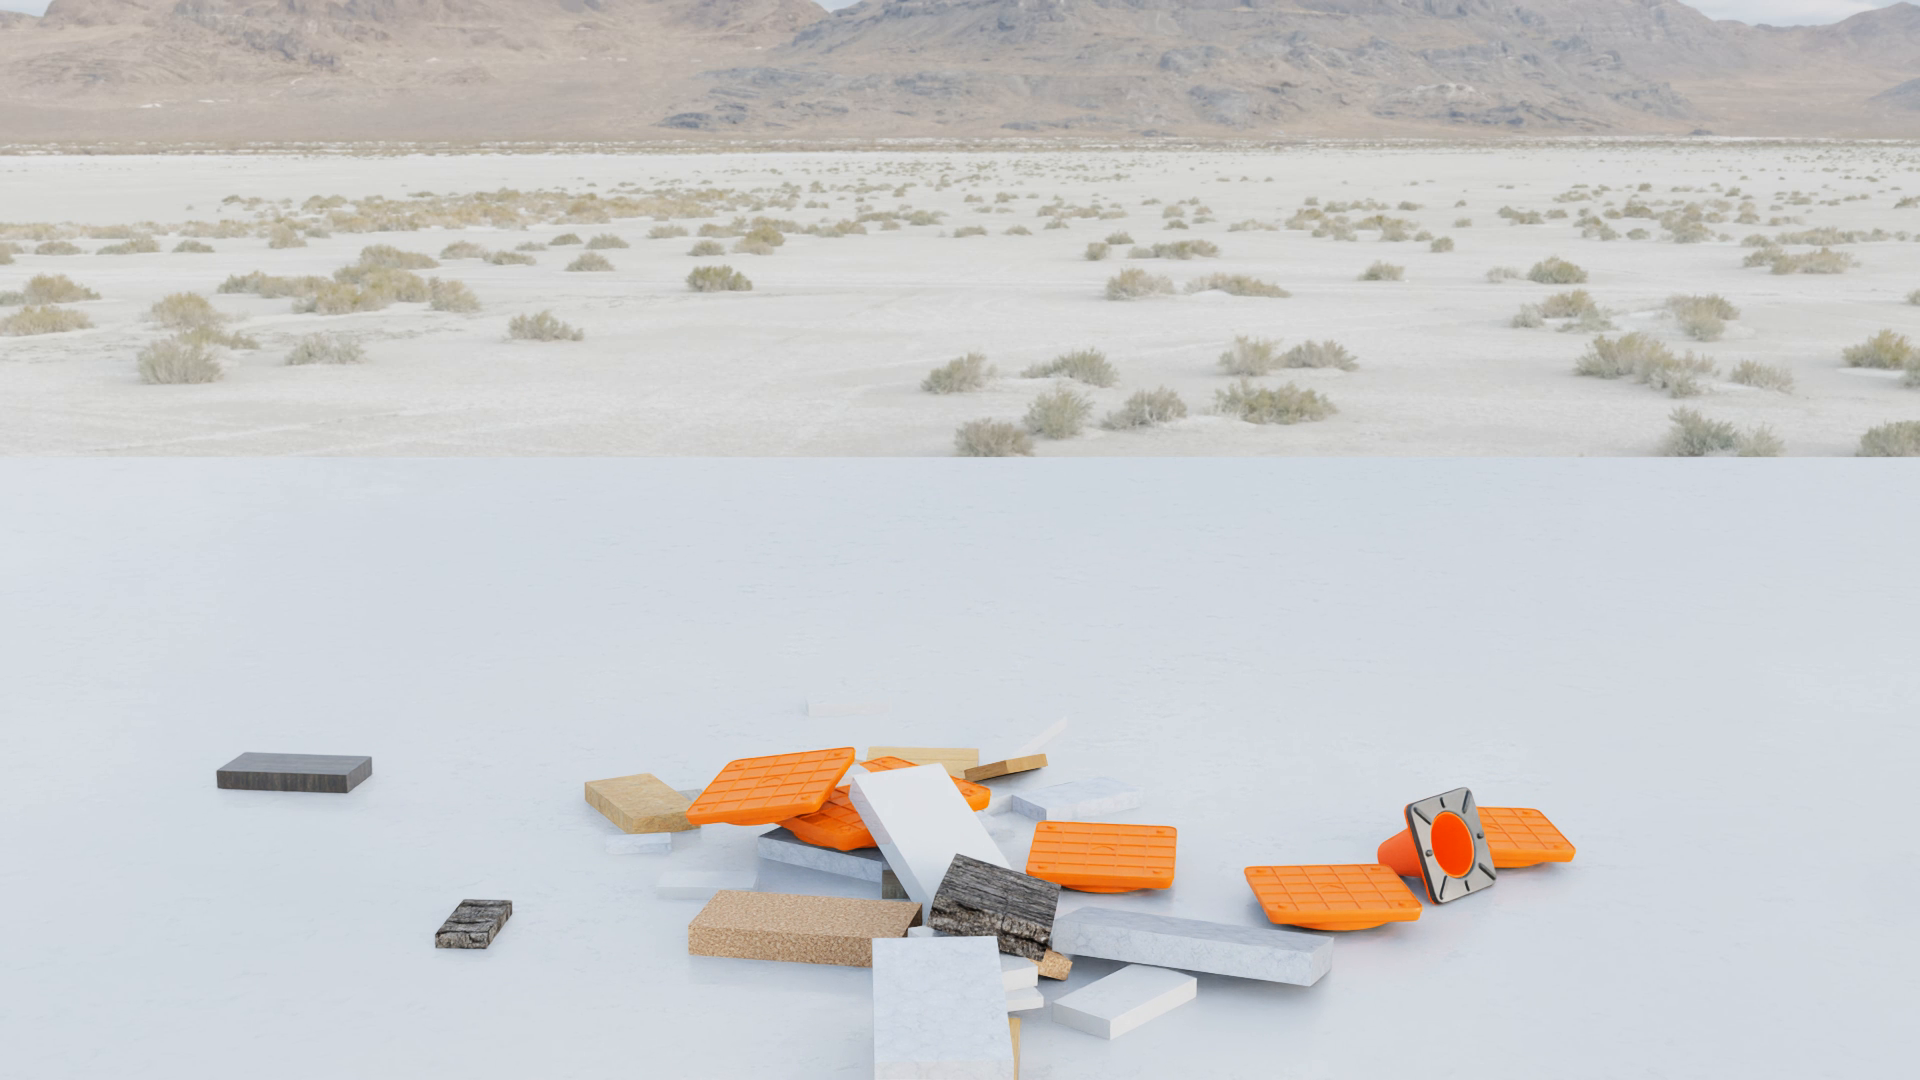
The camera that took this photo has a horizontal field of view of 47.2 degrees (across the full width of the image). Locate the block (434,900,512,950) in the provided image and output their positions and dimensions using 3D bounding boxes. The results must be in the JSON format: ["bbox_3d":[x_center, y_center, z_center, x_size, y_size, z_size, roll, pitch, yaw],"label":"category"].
[{"bbox_3d":[-0.772,0.610,3.498,0.080,0.023,0.160,1,11,3],"label":"block"}]

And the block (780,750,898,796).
[{"bbox_3d":[-0.225,0.446,4.187,0.221,0.031,0.111,8,13,40],"label":"block"}]

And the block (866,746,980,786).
[{"bbox_3d":[-0.075,0.446,4.279,0.217,0.031,0.108,1,27,5],"label":"block"}]

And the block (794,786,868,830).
[{"bbox_3d":[-0.209,0.495,4.097,0.108,0.031,0.217,-7,13,-34],"label":"block"}]

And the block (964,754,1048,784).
[{"bbox_3d":[0.090,0.440,4.243,0.091,0.026,0.182,-16,-8,25],"label":"block"}]

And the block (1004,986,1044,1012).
[{"bbox_3d":[0.071,0.645,3.158,0.058,0.016,0.115,-2,12,-20],"label":"block"}]

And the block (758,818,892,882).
[{"bbox_3d":[-0.208,0.540,3.840,0.261,0.037,0.131,6,12,31],"label":"block"}]

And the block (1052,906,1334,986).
[{"bbox_3d":[0.353,0.612,3.330,0.393,0.047,0.167,4,0,20],"label":"block"}]

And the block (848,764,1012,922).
[{"bbox_3d":[-0.042,0.502,3.658,0.167,0.047,0.334,-5,35,-27],"label":"block"}]

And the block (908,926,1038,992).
[{"bbox_3d":[0.017,0.609,3.215,0.104,0.030,0.209,-4,12,-27],"label":"block"}]

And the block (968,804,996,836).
[{"bbox_3d":[-0.051,0.501,4.061,0.111,0.031,0.272,-6,12,-29],"label":"block"}]

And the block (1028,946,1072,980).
[{"bbox_3d":[0.075,0.614,3.361,0.104,0.030,0.209,19,1,-27],"label":"block"}]

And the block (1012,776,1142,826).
[{"bbox_3d":[0.220,0.488,4.130,0.221,0.031,0.111,-7,13,-33],"label":"block"}]

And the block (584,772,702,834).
[{"bbox_3d":[-0.592,0.492,4.093,0.131,0.037,0.261,-6,12,-28],"label":"block"}]

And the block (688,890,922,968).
[{"bbox_3d":[-0.239,0.608,3.442,0.334,0.047,0.167,2,11,11],"label":"block"}]

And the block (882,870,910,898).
[{"bbox_3d":[-0.050,0.576,3.682,0.160,0.023,0.080,0,11,-1],"label":"block"}]

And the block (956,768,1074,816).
[{"bbox_3d":[0.100,0.479,4.184,0.217,0.031,0.108,-8,13,-35],"label":"block"}]

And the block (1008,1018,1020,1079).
[{"bbox_3d":[-0.020,0.736,2.746,0.176,0.050,0.590,1,11,3],"label":"block"}]

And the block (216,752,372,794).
[{"bbox_3d":[-1.299,0.454,4.299,0.261,0.037,0.130,1,11,6],"label":"block"}]

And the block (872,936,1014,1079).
[{"bbox_3d":[-0.028,0.633,2.946,0.176,0.050,0.352,0,16,-3],"label":"block"}]

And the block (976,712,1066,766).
[{"bbox_3d":[0.104,0.420,4.512,0.091,0.026,0.429,4,11,22],"label":"block"}]

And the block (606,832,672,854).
[{"bbox_3d":[-0.571,0.538,3.903,0.114,0.016,0.057,-2,11,-9],"label":"block"}]

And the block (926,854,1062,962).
[{"bbox_3d":[0.056,0.557,3.355,0.176,0.050,0.352,16,3,4],"label":"block"}]

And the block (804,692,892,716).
[{"bbox_3d":[-0.247,0.360,4.839,0.182,0.026,0.091,-2,11,-10],"label":"block"}]

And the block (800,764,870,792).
[{"bbox_3d":[-0.225,0.429,3.958,0.114,0.016,0.057,-9,12,-23],"label":"block"}]

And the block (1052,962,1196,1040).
[{"bbox_3d":[0.239,0.665,3.184,0.104,0.030,0.209,9,14,40],"label":"block"}]

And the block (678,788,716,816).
[{"bbox_3d":[-0.501,0.494,4.140,0.057,0.016,0.114,-4,11,-21],"label":"block"}]

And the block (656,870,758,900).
[{"bbox_3d":[-0.421,0.577,3.676,0.160,0.023,0.080,0,11,2],"label":"block"}]
